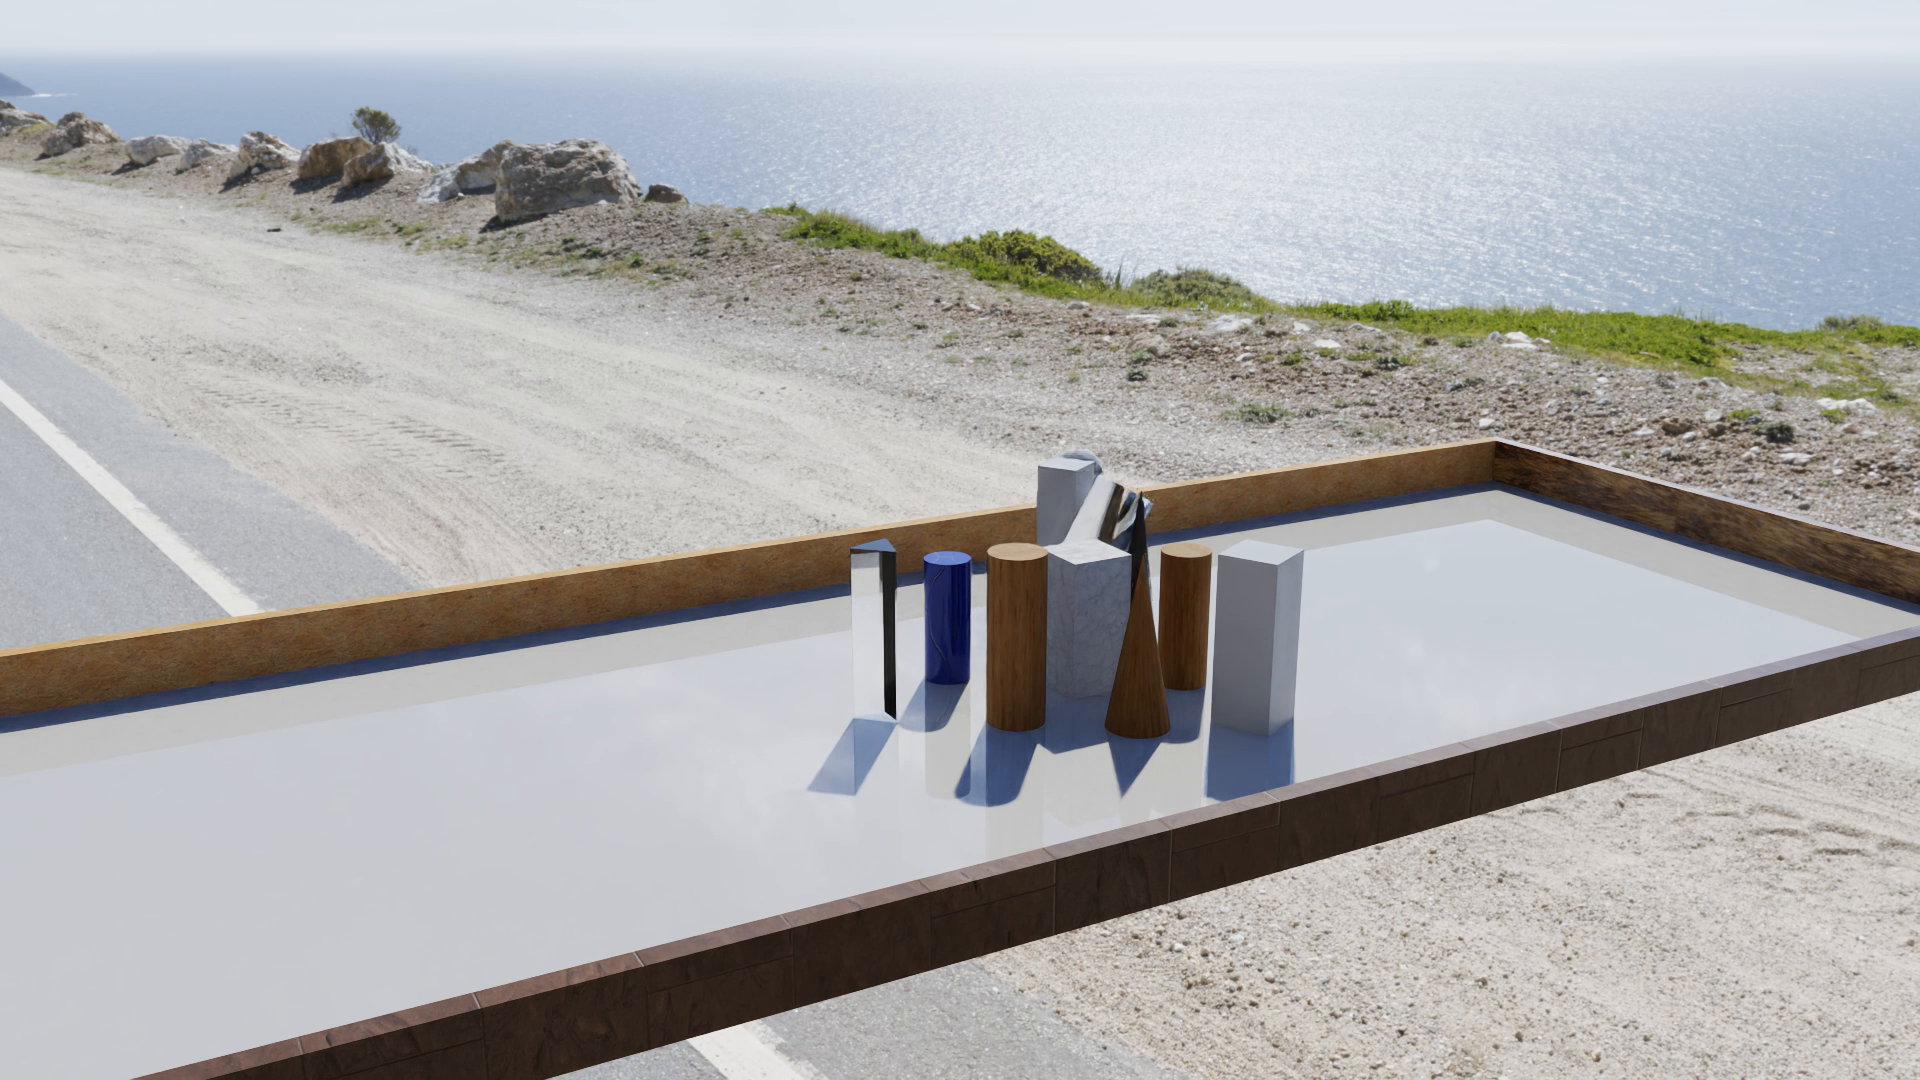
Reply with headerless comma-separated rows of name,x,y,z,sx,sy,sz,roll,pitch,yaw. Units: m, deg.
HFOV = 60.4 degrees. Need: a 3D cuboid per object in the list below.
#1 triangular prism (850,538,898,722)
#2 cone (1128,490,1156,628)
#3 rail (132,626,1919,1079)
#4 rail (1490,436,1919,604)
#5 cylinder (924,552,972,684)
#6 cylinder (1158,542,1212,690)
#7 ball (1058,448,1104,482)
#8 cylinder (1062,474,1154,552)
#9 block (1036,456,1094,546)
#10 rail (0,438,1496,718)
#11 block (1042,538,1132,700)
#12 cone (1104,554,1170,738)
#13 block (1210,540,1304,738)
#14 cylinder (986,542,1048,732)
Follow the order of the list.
triangular prism,-0.188,0.211,3.890,0.110,0.421,0.095,4,17,14
cone,0.466,0.070,4.340,0.129,0.434,0.129,1,17,0
rail,-2.336,1.006,1.665,12.000,0.150,0.050,-9,18,-27
rail,2.466,-0.048,5.253,0.050,0.150,2.100,-9,18,-27
cylinder,-0.031,0.195,4.134,0.118,0.314,0.118,0,16,0
cylinder,0.556,0.190,4.097,0.125,0.345,0.125,0,16,0
ball,0.374,-0.212,5.230,0.161,0.161,0.161,0,16,0
cylinder,0.344,0.050,4.385,0.165,0.424,0.165,27,5,-2
block,0.291,0.000,4.581,0.117,0.436,0.117,9,19,28
rail,-3.305,0.497,3.399,12.000,0.150,0.050,-9,18,-27
block,0.306,0.193,4.087,0.164,0.345,0.164,-9,19,-28
cone,0.417,0.234,3.812,0.155,0.422,0.155,0,16,0
block,0.692,0.227,3.845,0.147,0.416,0.147,11,20,33
cylinder,0.132,0.226,3.846,0.140,0.417,0.140,0,16,0
